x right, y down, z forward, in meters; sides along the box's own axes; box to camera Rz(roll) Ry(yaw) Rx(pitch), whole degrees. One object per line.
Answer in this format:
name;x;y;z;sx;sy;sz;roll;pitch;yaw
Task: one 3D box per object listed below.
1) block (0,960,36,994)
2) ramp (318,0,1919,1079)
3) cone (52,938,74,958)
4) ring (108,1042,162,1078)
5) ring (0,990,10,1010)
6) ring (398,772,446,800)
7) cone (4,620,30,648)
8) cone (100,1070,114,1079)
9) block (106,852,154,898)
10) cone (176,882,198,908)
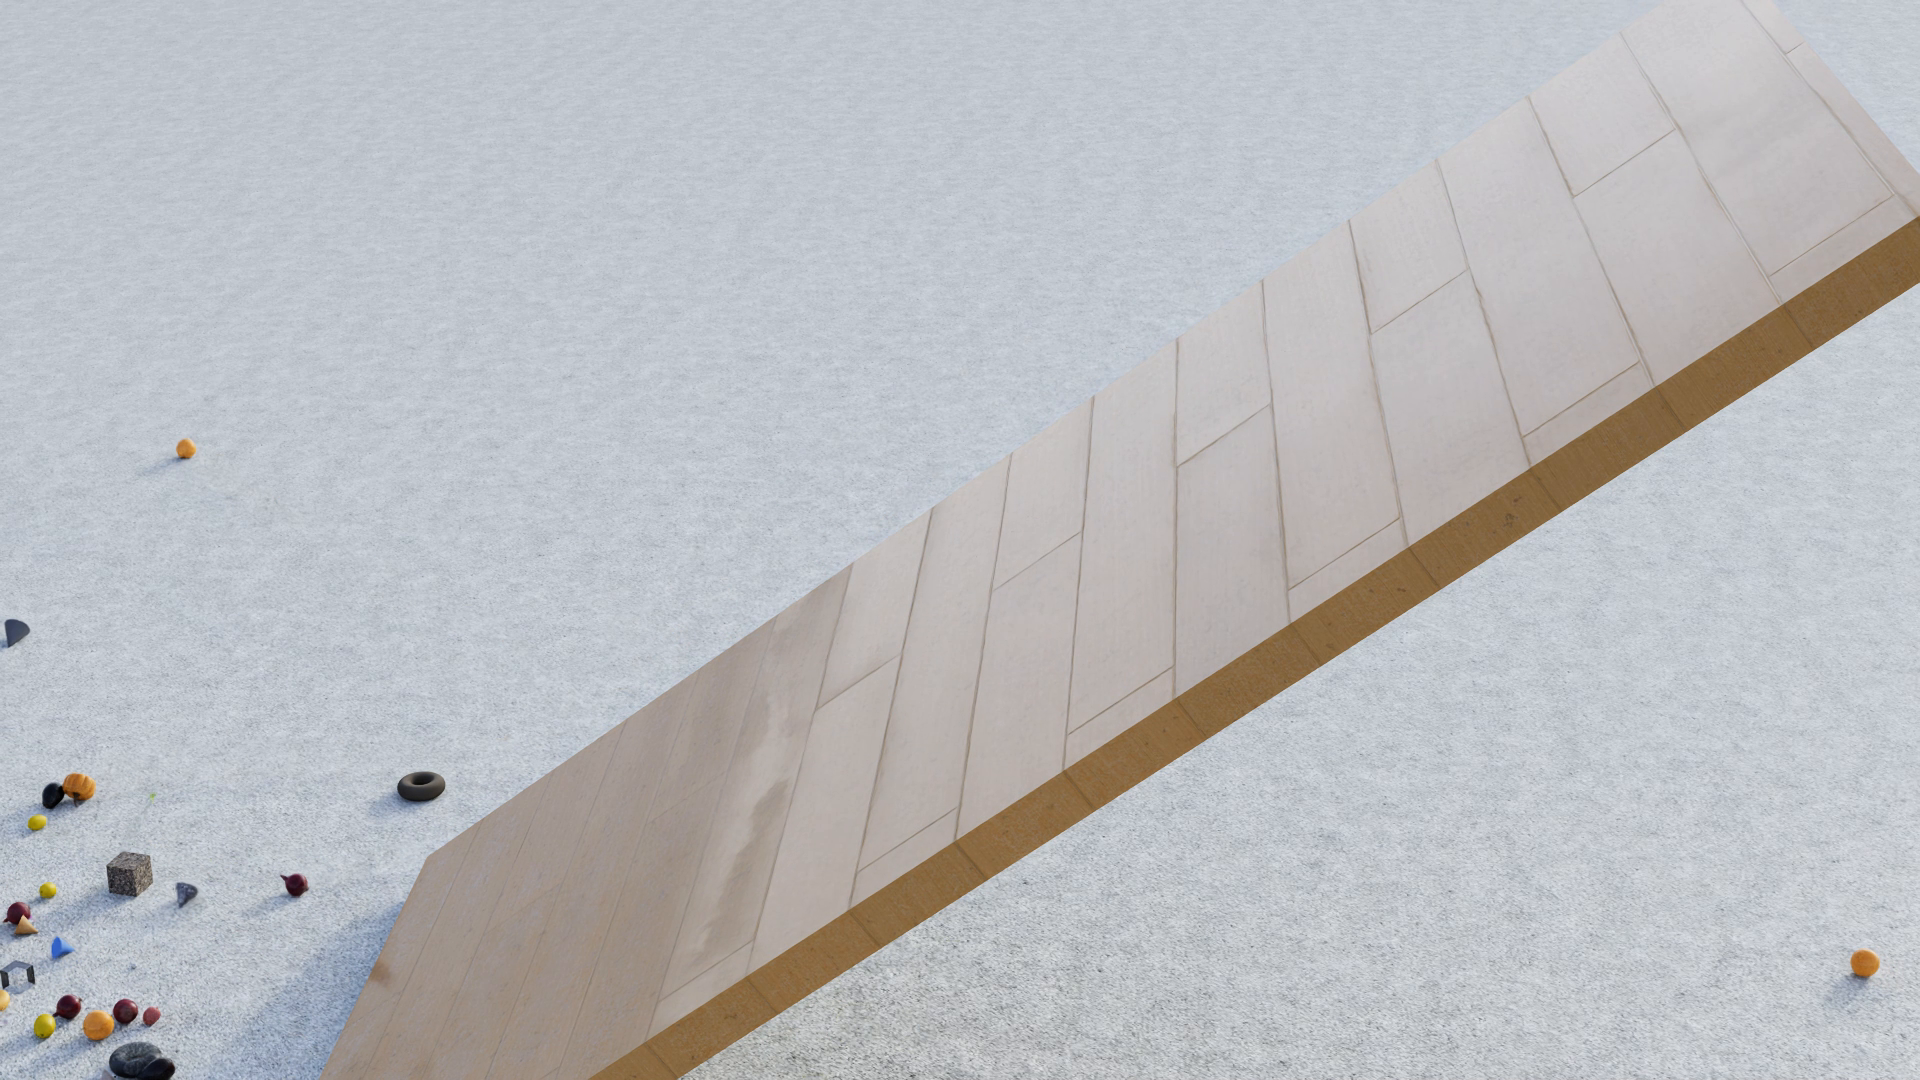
block;-2.351;1.091;7.338;0.056;0.056;0.056;11;25;24
ramp;0.128;0.180;6.324;4.000;0.100;2.000;-34;16;17
cone;-2.278;1.043;7.494;0.054;0.054;0.054;16;8;-41
ring;-1.964;1.239;7.006;0.123;0.041;0.123;1;24;0
ring;-2.392;1.139;7.258;0.092;0.031;0.092;0;24;0
ring;-1.520;0.695;8.299;0.135;0.045;0.135;-1;21;0
cone;-2.973;0.307;9.234;0.083;0.083;0.083;3;50;7
cone;-2.015;1.284;6.915;0.058;0.058;0.058;-44;42;-22
block;-2.200;0.885;7.795;0.082;0.082;0.082;7;24;15
cone;-2.040;0.943;7.728;0.061;0.061;0.061;5;50;11
